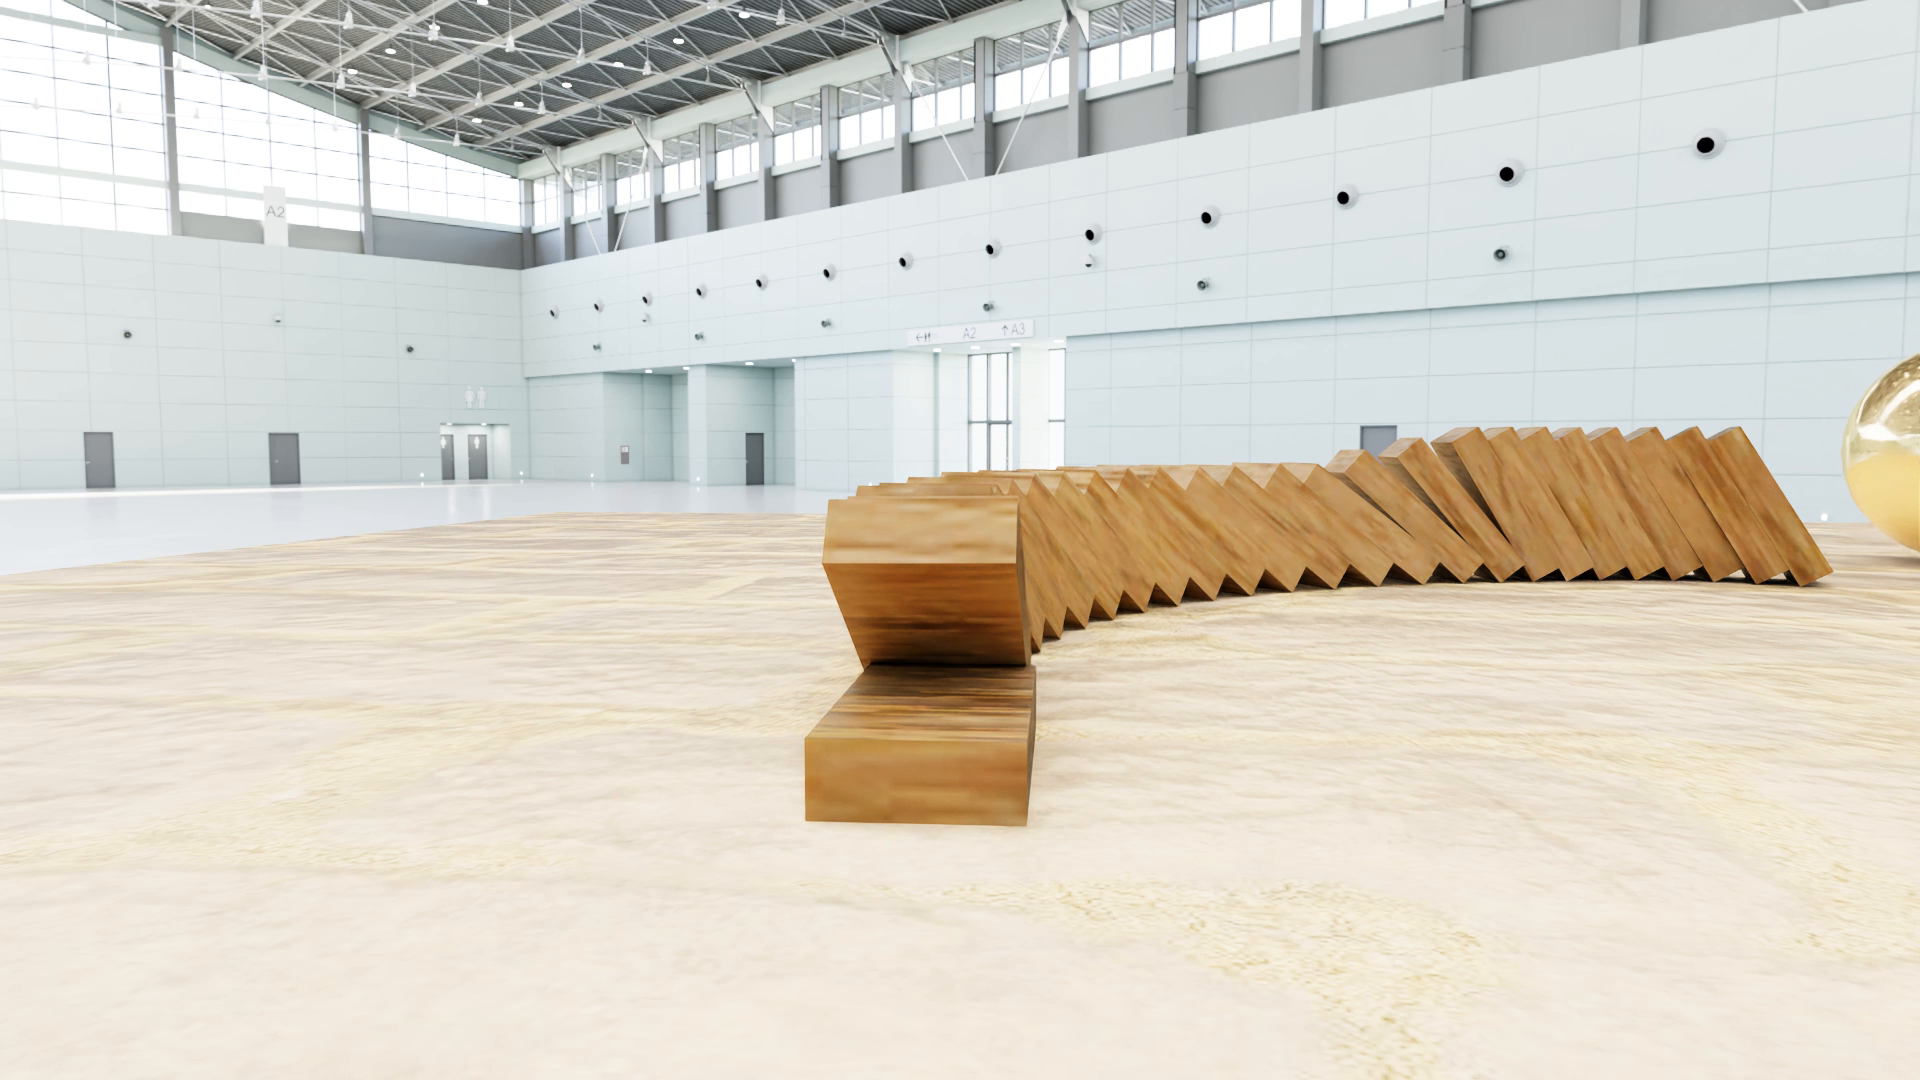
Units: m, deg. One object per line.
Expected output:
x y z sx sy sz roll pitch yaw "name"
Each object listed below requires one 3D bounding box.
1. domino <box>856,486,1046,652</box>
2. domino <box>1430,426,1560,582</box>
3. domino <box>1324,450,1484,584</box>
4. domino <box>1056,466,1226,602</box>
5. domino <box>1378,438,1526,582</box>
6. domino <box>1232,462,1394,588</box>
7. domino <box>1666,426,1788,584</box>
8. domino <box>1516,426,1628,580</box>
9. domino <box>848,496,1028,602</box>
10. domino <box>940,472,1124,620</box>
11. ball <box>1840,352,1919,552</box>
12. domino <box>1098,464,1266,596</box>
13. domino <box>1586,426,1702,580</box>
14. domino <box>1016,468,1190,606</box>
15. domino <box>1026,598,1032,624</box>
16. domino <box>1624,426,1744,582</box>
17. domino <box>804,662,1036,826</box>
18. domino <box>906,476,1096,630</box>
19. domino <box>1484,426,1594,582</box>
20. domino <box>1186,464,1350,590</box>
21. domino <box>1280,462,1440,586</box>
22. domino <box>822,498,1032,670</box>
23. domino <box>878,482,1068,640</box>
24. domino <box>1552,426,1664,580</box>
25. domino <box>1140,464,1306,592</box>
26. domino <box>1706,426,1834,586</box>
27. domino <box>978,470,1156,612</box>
-0.001 0.006 0.247 0.025 0.009 0.050 1 -28 17 "domino"
0.169 -0.012 0.406 0.010 0.050 0.025 -31 1 7 "domino"
0.138 -0.008 0.401 0.050 0.009 0.025 42 3 -3 "domino"
0.047 -0.002 0.344 0.025 0.010 0.050 5 -29 49 "domino"
0.154 -0.010 0.404 0.009 0.050 0.025 -40 0 6 "domino"
0.104 -0.005 0.385 0.050 0.009 0.025 36 -8 -19 "domino"
0.238 -0.011 0.401 0.009 0.050 0.025 -32 -9 23 "domino"
0.192 -0.012 0.411 0.009 0.050 0.025 -31 0 8 "domino"
-0.002 0.010 0.206 0.025 0.009 0.050 0 -28 5 "domino"
0.016 0.002 0.301 0.025 0.009 0.050 3 -29 35 "domino"
0.362 -0.032 0.456 0.080 0.080 0.080 0 4 0 "ball"
0.060 -0.003 0.357 0.050 0.010 0.025 39 -18 -30 "domino"
0.216 -0.012 0.411 0.009 0.050 0.025 -31 -4 15 "domino"
0.036 0.000 0.330 0.025 0.009 0.050 4 -29 44 "domino"
-0.002 0.009 0.227 0.025 0.009 0.050 1 -26 8 "domino"
0.227 -0.012 0.407 0.010 0.050 0.025 -31 -5 17 "domino"
-0.003 0.025 0.168 0.025 0.010 0.050 0 4 5 "domino"
0.009 0.004 0.284 0.025 0.009 0.050 2 -29 30 "domino"
0.181 -0.012 0.408 0.010 0.050 0.025 -31 0 8 "domino"
0.088 -0.004 0.378 0.050 0.009 0.025 36 -10 -21 "domino"
0.120 -0.005 0.394 0.050 0.009 0.025 35 -3 -11 "domino"
-0.003 0.011 0.188 0.025 0.009 0.050 0 -28 5 "domino"
0.003 0.005 0.266 0.025 0.009 0.050 2 -28 23 "domino"
0.204 -0.012 0.411 0.009 0.050 0.025 -31 -2 13 "domino"
0.073 -0.003 0.367 0.050 0.010 0.025 38 -15 -27 "domino"
0.248 -0.011 0.395 0.010 0.050 0.025 -32 -9 23 "domino"
0.025 0.001 0.316 0.025 0.009 0.050 3 -29 39 "domino"
